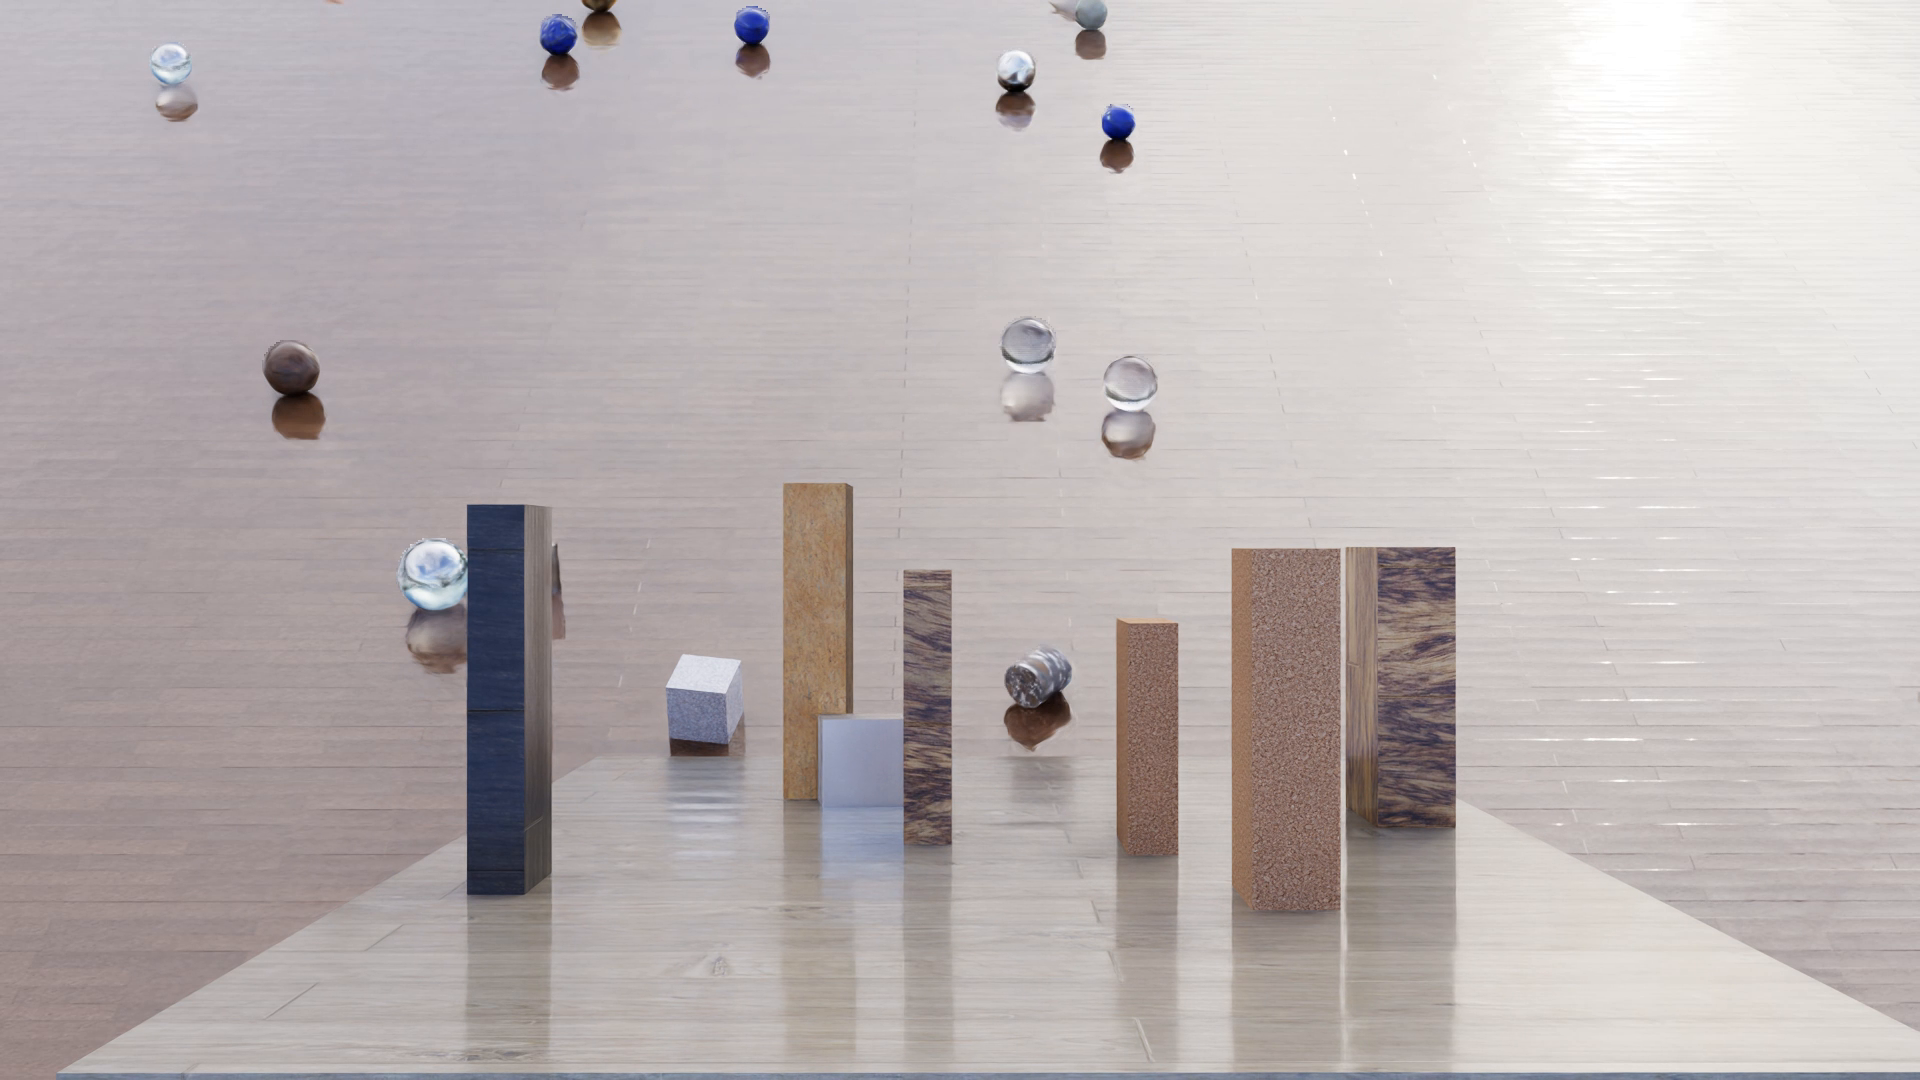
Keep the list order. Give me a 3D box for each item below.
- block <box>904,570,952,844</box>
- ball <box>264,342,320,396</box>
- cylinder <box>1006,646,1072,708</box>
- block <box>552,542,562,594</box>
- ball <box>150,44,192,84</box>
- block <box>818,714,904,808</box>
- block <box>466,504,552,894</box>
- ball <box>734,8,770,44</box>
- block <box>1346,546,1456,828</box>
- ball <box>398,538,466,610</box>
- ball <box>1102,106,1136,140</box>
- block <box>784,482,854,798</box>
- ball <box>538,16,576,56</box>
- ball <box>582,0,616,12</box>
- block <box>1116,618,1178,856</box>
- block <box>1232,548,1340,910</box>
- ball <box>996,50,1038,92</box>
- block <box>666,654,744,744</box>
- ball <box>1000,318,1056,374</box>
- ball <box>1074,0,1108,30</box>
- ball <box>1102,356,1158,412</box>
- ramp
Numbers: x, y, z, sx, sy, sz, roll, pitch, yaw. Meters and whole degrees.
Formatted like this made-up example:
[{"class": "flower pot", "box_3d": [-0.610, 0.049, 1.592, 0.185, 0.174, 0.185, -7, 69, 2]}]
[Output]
[{"class": "block", "box_3d": [-0.059, 0.304, 4.839, 0.087, 0.498, 0.274, 0, 0, 0]}, {"class": "ball", "box_3d": [-2.215, -0.568, 8.583, 0.181, 0.181, 0.181, 0, 30, 0]}, {"class": "cylinder", "box_3d": [0.213, 0.371, 7.026, 0.130, 0.130, 0.130, 22, 37, 33]}, {"class": "block", "box_3d": [-1.270, 0.085, 7.491, 0.153, 0.153, 0.153, 21, 36, 31]}, {"class": "ball", "box_3d": [-3.389, -2.045, 11.117, 0.172, 0.172, 0.172, 0, 30, 0]}, {"class": "block", "box_3d": [-0.204, 0.464, 5.461, 0.182, 0.182, 0.182, 0, 0, -6]}, {"class": "block", "box_3d": [-0.723, 0.248, 4.163, 0.090, 0.607, 0.271, 0, 0, 0]}, {"class": "ball", "box_3d": [-0.929, -2.294, 11.558, 0.157, 0.157, 0.157, 0, 30, 0]}, {"class": "block", "box_3d": [0.877, 0.284, 5.179, 0.150, 0.540, 0.415, 0, 0, 0]}, {"class": "ball", "box_3d": [-1.505, 0.100, 7.415, 0.206, 0.206, 0.206, 0, 30, 0]}, {"class": "ball", "box_3d": [0.647, -1.702, 10.562, 0.140, 0.140, 0.140, 0, 30, 0]}, {"class": "block", "box_3d": [-0.312, 0.217, 5.749, 0.134, 0.678, 0.400, 0, 0, 0]}, {"class": "ball", "box_3d": [-1.777, -2.228, 11.434, 0.167, 0.167, 0.167, 0, 30, 0]}, {"class": "ball", "box_3d": [-1.665, -2.528, 11.933, 0.182, 0.182, 0.182, 0, 30, 0]}, {"class": "block", "box_3d": [0.339, 0.349, 4.701, 0.089, 0.407, 0.324, 0, 0, 0]}, {"class": "block", "box_3d": [0.501, 0.282, 3.997, 0.132, 0.538, 0.289, 0, 0, 0]}, {"class": "ball", "box_3d": [0.239, -1.997, 11.029, 0.177, 0.177, 0.177, 0, 30, 0]}, {"class": "block", "box_3d": [-0.679, 0.424, 6.904, 0.162, 0.162, 0.162, 5, 31, 9]}, {"class": "ball", "box_3d": [0.230, -0.654, 8.723, 0.187, 0.187, 0.187, 0, 30, 0]}, {"class": "ball", "box_3d": [0.594, -2.387, 11.725, 0.149, 0.149, 0.149, 0, 30, 0]}, {"class": "ball", "box_3d": [0.558, -0.513, 8.489, 0.181, 0.181, 0.181, 0, 30, 0]}, {"class": "ramp", "box_3d": [0.068, 0.603, 4.666, 2.000, 0.100, 4.000, 0, 0, 0]}]
